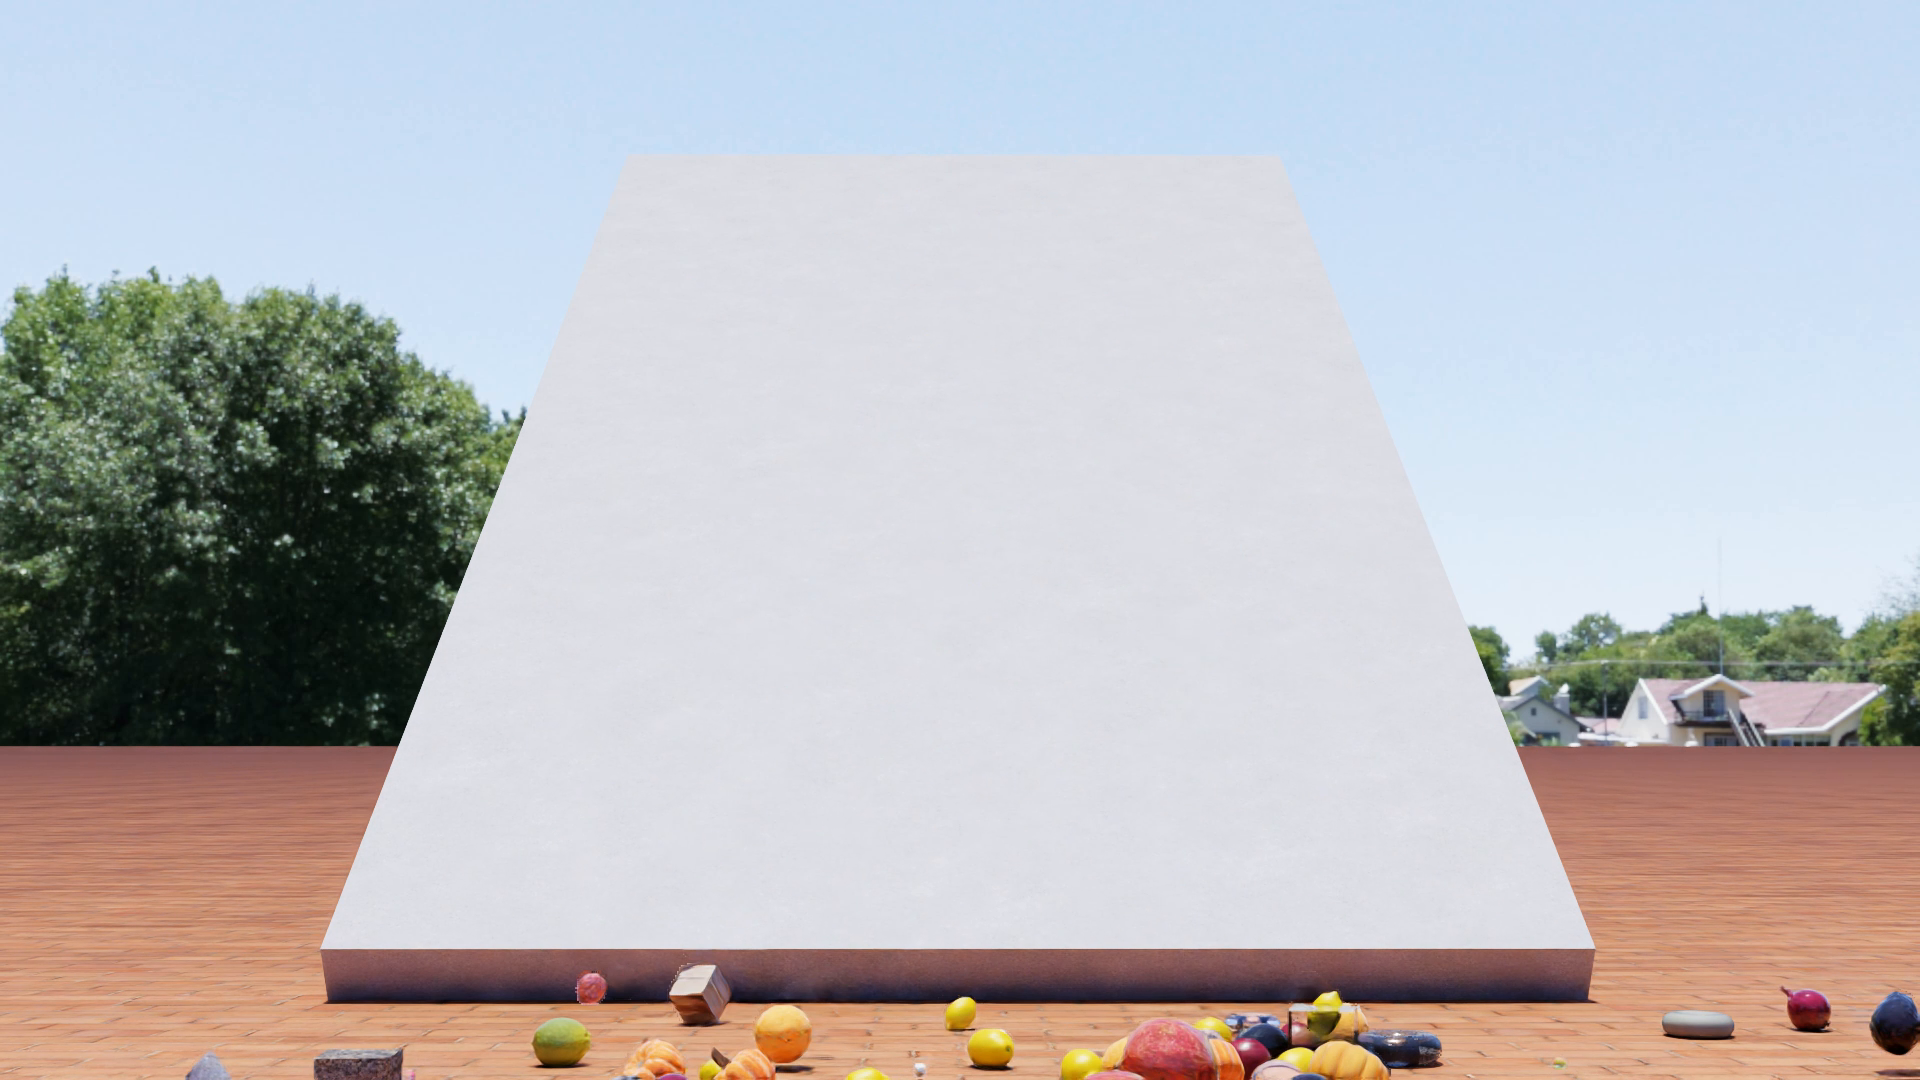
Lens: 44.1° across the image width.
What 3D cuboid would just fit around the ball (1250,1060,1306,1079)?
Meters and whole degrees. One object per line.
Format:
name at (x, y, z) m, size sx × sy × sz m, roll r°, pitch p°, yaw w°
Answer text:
ball at (0.344, 0.596, 2.567) m, size 0.066 × 0.066 × 0.066 m, roll 0°, pitch -5°, yaw 0°

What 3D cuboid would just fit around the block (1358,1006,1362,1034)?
block at (0.506, 0.652, 3.162) m, size 0.055 × 0.055 × 0.055 m, roll 0°, pitch -5°, yaw 6°

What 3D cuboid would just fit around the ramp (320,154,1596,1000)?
ramp at (-0.011, -0.226, 5.524) m, size 2.000 × 0.100 × 4.000 m, roll 0°, pitch 27°, yaw 0°

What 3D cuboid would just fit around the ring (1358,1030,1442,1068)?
ring at (0.557, 0.649, 3.031) m, size 0.116 × 0.039 × 0.116 m, roll -1°, pitch -6°, yaw 0°

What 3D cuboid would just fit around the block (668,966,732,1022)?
block at (-0.377, 0.660, 3.449) m, size 0.057 × 0.057 × 0.057 m, roll -8°, pitch 33°, yaw 27°

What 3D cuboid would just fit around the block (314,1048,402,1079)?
block at (-0.640, 0.586, 2.523) m, size 0.079 × 0.079 × 0.079 m, roll 0°, pitch -5°, yaw -4°

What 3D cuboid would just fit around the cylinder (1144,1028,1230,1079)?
cylinder at (0.264, 0.609, 2.770) m, size 0.073 × 0.073 × 0.073 m, roll 3°, pitch -5°, yaw -28°

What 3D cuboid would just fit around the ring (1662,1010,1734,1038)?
ring at (1.029, 0.676, 3.308) m, size 0.097 × 0.032 × 0.097 m, roll 1°, pitch -6°, yaw 0°

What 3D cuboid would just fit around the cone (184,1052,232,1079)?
cone at (-0.775, 0.603, 2.509) m, size 0.092 × 0.092 × 0.092 m, roll 26°, pitch -4°, yaw 4°

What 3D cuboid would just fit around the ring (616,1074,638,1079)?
ring at (-0.335, 0.535, 2.113) m, size 0.147 × 0.049 × 0.147 m, roll -42°, pitch -10°, yaw -9°

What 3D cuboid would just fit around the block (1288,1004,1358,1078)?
block at (0.450, 0.621, 2.941) m, size 0.079 × 0.079 × 0.079 m, roll -1°, pitch -5°, yaw 13°

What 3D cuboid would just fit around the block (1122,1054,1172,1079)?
block at (0.211, 0.611, 2.673) m, size 0.054 × 0.054 × 0.054 m, roll 0°, pitch -5°, yaw 5°

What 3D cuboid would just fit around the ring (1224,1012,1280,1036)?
ring at (0.412, 0.681, 3.341) m, size 0.078 × 0.026 × 0.078 m, roll 1°, pitch -6°, yaw 0°
